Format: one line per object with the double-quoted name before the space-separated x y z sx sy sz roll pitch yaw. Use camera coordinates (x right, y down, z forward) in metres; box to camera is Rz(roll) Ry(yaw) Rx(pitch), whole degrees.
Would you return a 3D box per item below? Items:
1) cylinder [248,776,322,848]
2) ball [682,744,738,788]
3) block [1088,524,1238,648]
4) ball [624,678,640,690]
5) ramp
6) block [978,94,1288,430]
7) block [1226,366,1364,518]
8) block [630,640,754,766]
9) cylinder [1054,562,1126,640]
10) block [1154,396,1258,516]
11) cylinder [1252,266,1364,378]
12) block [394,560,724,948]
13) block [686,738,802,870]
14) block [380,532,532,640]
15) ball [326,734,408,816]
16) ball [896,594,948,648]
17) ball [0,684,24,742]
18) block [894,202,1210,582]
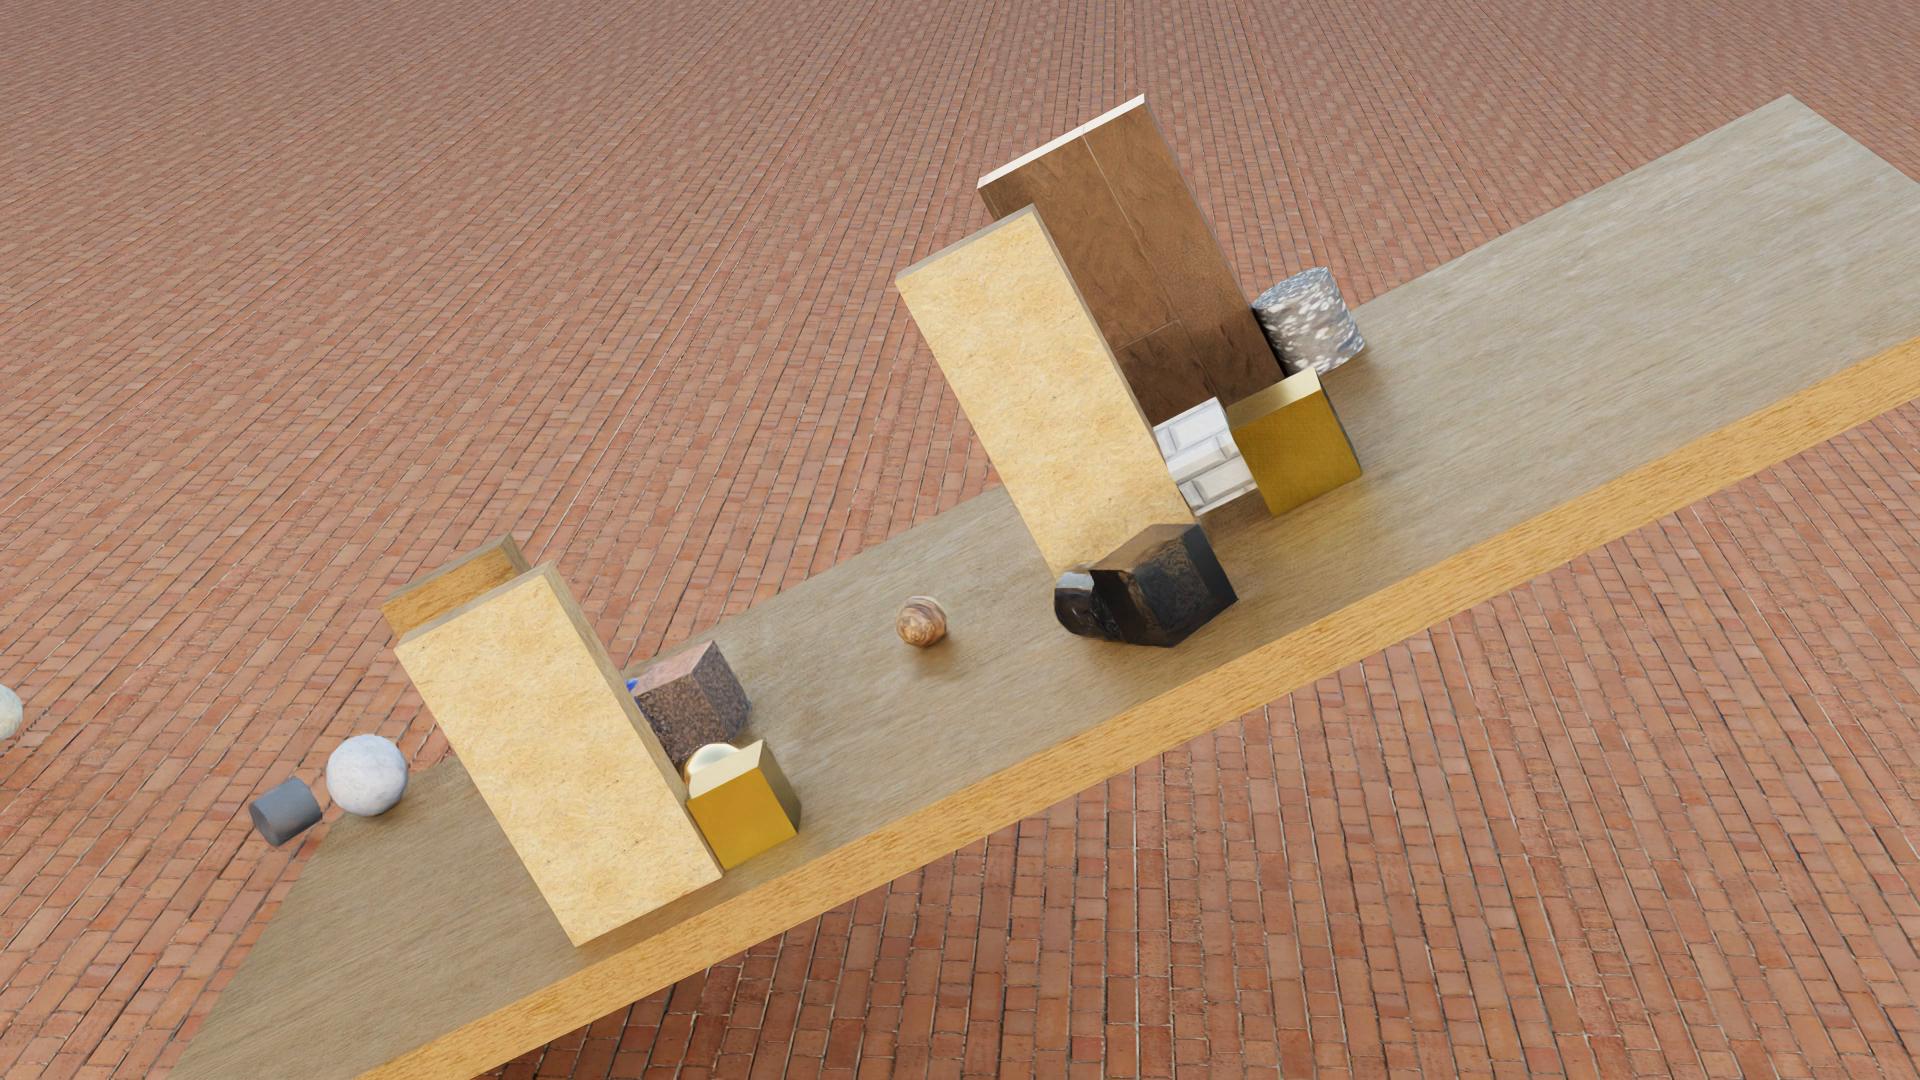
"cylinder" -1.732 0.698 7.551 0.133 0.133 0.133 -34 33 -28
"ball" -0.485 0.478 5.894 0.143 0.143 0.143 0 17 0
"block" 0.382 0.084 5.544 0.168 0.168 0.168 -35 15 -22
"ball" -0.721 0.375 6.575 0.133 0.133 0.133 0 17 0
"ramp" 0.141 0.167 6.281 4.000 0.100 2.000 -26 14 11
"block" 0.399 -0.581 6.683 0.418 0.738 0.127 -26 14 11
"block" 0.671 -0.199 5.918 0.197 0.197 0.197 -26 14 10
"block" -0.595 0.361 6.449 0.179 0.179 0.179 -24 15 20
"cylinder" 0.280 0.117 5.670 0.147 0.147 0.147 -9 4 -26
"block" 0.495 -0.167 5.917 0.142 0.142 0.142 -26 43 10
"cylinder" 0.798 -0.495 6.736 0.192 0.192 0.192 -27 14 7
"block" -0.748 0.407 5.549 0.324 0.676 0.090 -26 14 11
"block" -0.412 0.506 5.627 0.156 0.156 0.156 -27 14 7
"block" -1.002 0.313 6.575 0.310 0.584 0.112 -26 14 11
"ball" -1.478 0.586 7.331 0.203 0.203 0.203 0 17 0
"ball" -0.082 0.173 6.257 0.111 0.111 0.111 0 17 0
"ball" -2.726 0.487 8.281 0.167 0.167 0.167 0 17 0
"block" 0.189 -0.257 5.872 0.304 0.772 0.094 -26 14 11
